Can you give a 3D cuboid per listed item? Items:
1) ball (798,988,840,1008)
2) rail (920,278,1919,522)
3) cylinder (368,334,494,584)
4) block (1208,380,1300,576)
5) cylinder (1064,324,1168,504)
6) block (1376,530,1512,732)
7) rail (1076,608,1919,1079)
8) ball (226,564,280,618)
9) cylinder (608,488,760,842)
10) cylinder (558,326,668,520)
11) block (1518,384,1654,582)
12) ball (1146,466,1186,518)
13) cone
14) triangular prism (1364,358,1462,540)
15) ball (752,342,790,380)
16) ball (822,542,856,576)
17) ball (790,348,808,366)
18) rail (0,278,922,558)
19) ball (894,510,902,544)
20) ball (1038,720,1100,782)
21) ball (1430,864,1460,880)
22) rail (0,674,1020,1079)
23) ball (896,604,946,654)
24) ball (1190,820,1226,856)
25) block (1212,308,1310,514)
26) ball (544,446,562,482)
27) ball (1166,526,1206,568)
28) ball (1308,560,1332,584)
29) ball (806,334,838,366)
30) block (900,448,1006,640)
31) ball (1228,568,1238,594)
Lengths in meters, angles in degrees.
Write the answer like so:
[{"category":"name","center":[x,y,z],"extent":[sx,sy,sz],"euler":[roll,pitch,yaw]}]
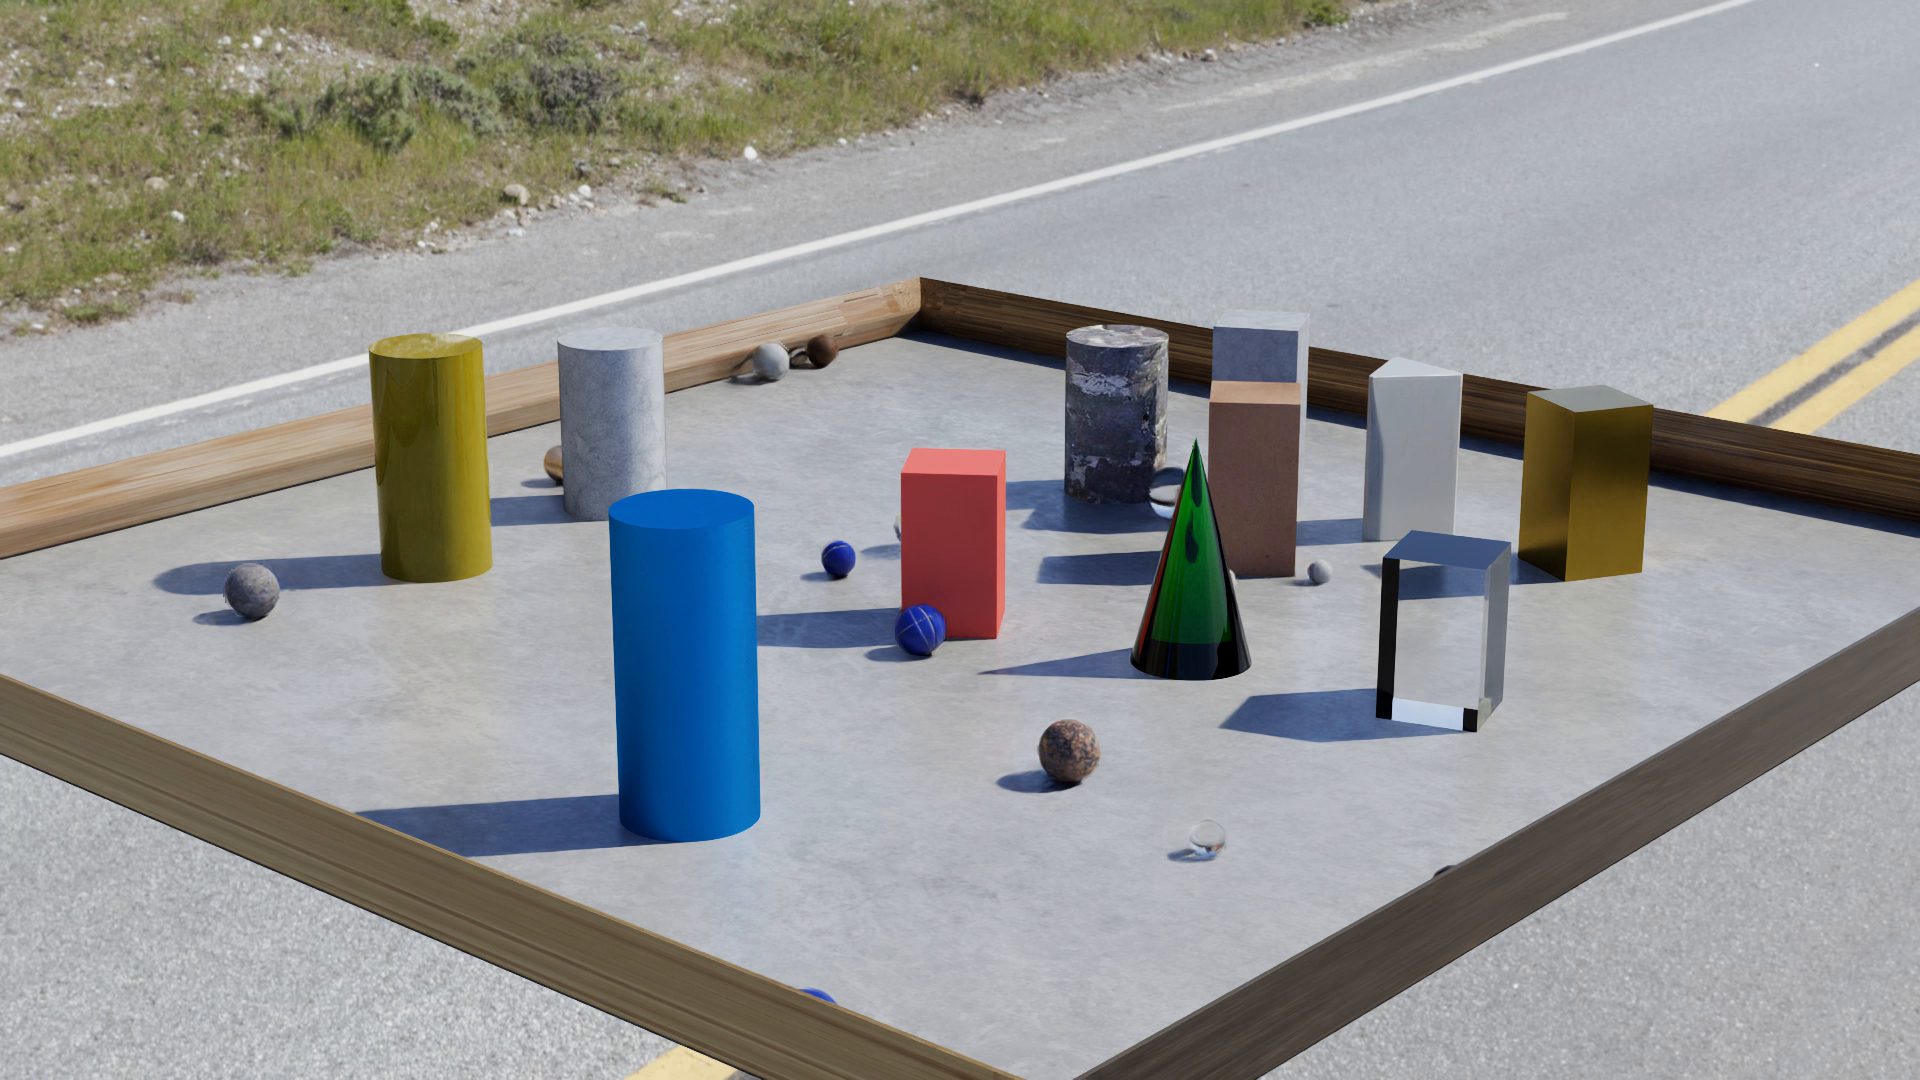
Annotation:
[{"category":"ball","center":[-0.177,0.566,3.435],"extent":[0.082,0.082,0.082],"euler":[0,17,0]},{"category":"rail","center":[0.989,-0.296,6.210],"extent":[2.920,0.130,0.045],"euler":[14,22,39]},{"category":"cylinder","center":[-0.944,-0.148,5.239],"extent":[0.200,0.408,0.200],"euler":[0,17,0]},{"category":"block","center":[0.527,-0.111,5.276],"extent":[0.160,0.317,0.160],"euler":[2,17,6]},{"category":"cylinder","center":[0.305,-0.247,5.735],"extent":[0.200,0.312,0.200],"euler":[0,17,0]},{"category":"block","center":[0.749,0.139,4.543],"extent":[0.160,0.260,0.160],"euler":[7,18,23]},{"category":"rail","center":[1.085,0.304,4.218],"extent":[0.045,0.130,3.065],"euler":[14,22,39]},{"category":"ball","center":[-1.208,0.087,5.010],"extent":[0.090,0.090,0.090],"euler":[0,17,0]},{"category":"cylinder","center":[-0.383,0.173,4.095],"extent":[0.200,0.453,0.200],"euler":[0,17,0]},{"category":"cylinder","center":[-0.666,-0.225,5.626],"extent":[0.200,0.332,0.200],"euler":[0,17,0]},{"category":"block","center":[1.121,-0.104,5.262],"extent":[0.160,0.311,0.160],"euler":[-6,18,-20]},{"category":"ball","center":[0.403,-0.090,5.582],"extent":[0.100,0.100,0.100],"euler":[0,17,0]},{"category":"cone","center":[0.378,0.016,4.746],"extent":[0.200,0.379,0.200],"euler":[0,17,0]},{"category":"triangular prism","center":[0.828,-0.173,5.490],"extent":[0.173,0.313,0.150],"euler":[-2,17,-6]},{"category":"ball","center":[-0.429,-0.405,6.654],"extent":[0.086,0.086,0.086],"euler":[0,17,0]},{"category":"ball","center":[-0.216,0.034,5.235],"extent":[0.063,0.063,0.063],"euler":[0,17,0]},{"category":"ball","center":[-0.375,-0.423,6.791],"extent":[0.041,0.041,0.041],"euler":[0,17,0]},{"category":"rail","center":[-1.085,-0.239,6.021],"extent":[0.045,0.130,3.065],"euler":[14,22,39]},{"category":"ball","center":[-0.077,-0.025,5.385],"extent":[0.088,0.088,0.088],"euler":[0,17,0]},{"category":"ball","center":[0.159,0.307,4.278],"extent":[0.091,0.091,0.091],"euler":[0,17,0]},{"category":"ball","center":[0.644,0.458,3.812],"extent":[0.072,0.072,0.072],"euler":[0,17,0]},{"category":"rail","center":[-0.989,0.361,4.029],"extent":[2.920,0.130,0.045],"euler":[14,22,39]},{"category":"ball","center":[-0.064,0.147,4.824],"extent":[0.083,0.083,0.083],"euler":[0,17,0]},{"category":"ball","center":[0.340,0.408,4.014],"extent":[0.050,0.050,0.050],"euler":[0,17,0]},{"category":"block","center":[0.570,-0.236,5.591],"extent":[0.160,0.375,0.160],"euler":[4,17,13]},{"category":"ball","center":[-0.791,-0.152,5.832],"extent":[0.074,0.074,0.074],"euler":[0,17,0]},{"category":"ball","center":[0.407,0.013,5.285],"extent":[0.074,0.074,0.074],"euler":[0,17,0]},{"category":"ball","center":[0.638,0.056,5.199],"extent":[0.042,0.042,0.042],"euler":[0,17,0]},{"category":"ball","center":[-0.320,-0.439,6.790],"extent":[0.073,0.073,0.073],"euler":[0,17,0]},{"category":"block","center":[-0.010,0.004,4.948],"extent":[0.160,0.284,0.160],"euler":[2,17,6]},{"category":"ball","center":[0.449,0.077,5.091],"extent":[0.064,0.064,0.064],"euler":[0,17,0]}]
